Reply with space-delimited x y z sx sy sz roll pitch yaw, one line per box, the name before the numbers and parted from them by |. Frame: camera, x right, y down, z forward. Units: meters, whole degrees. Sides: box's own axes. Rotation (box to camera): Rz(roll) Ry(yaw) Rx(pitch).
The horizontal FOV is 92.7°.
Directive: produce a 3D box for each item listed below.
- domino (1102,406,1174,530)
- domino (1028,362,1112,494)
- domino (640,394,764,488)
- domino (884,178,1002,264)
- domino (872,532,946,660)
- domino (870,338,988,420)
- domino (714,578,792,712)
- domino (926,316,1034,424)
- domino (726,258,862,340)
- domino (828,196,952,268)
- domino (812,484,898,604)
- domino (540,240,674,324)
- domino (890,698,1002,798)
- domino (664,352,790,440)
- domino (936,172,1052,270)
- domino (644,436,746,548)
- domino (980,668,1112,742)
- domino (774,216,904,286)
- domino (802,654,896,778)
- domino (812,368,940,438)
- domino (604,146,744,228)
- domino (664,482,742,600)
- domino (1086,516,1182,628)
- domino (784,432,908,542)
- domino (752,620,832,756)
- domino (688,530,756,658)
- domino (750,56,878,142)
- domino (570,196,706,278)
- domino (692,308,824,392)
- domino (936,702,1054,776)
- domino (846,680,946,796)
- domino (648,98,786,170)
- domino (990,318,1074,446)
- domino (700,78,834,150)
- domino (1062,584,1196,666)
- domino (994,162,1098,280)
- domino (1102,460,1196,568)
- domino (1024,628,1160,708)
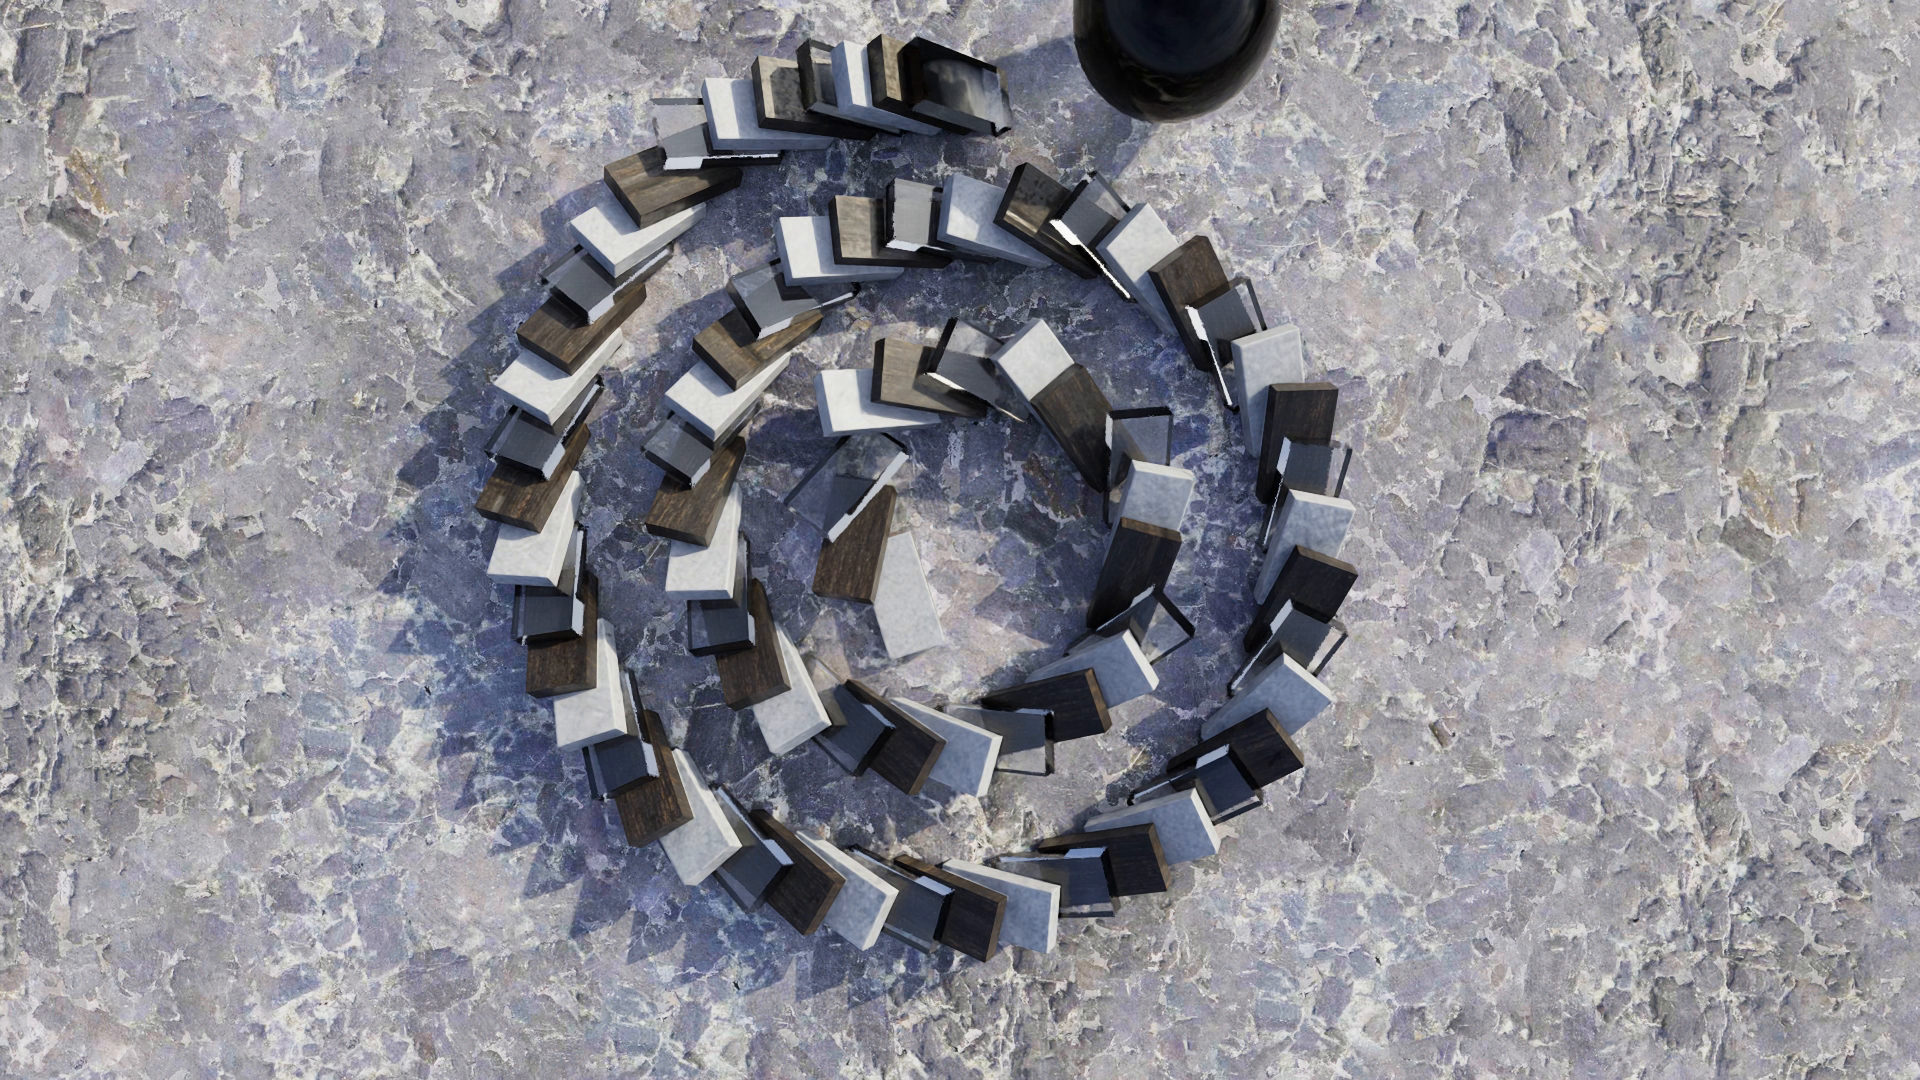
domino | 0.074 -0.030 0.383 0.025 0.010 0.050 -5 120 -4
domino | 0.054 -0.047 0.385 0.025 0.009 0.050 -40 116 0
domino | -0.107 -0.049 0.385 0.025 0.009 0.050 33 63 0
domino | -0.006 -0.133 0.385 0.050 0.010 0.025 1 90 -27
domino | -0.026 0.024 0.395 0.025 0.010 0.050 -18 90 0
domino | -0.012 -0.067 0.383 0.050 0.010 0.025 5 89 -30
domino | -0.090 0.043 0.384 0.025 0.010 0.050 -22 63 0
domino | 0.013 -0.070 0.384 0.050 0.009 0.025 24 89 -28
domino | -0.069 -0.106 0.384 0.050 0.009 0.025 -32 90 -28
domino | -0.029 -0.129 0.384 0.050 0.010 0.025 -6 90 -27
domino | -0.044 0.000 0.387 0.025 0.009 0.050 8 73 8
domino | -0.147 -0.116 0.385 0.025 0.009 0.050 38 64 0
domino | -0.009 0.086 0.384 0.050 0.009 0.025 16 90 28
domino | -0.097 -0.068 0.385 0.025 0.010 0.050 36 63 0
domino | 0.016 -0.133 0.385 0.050 0.009 0.025 7 90 -27
domino | -0.110 -0.023 0.384 0.025 0.010 0.050 13 62 0
domino | 0.036 0.072 0.384 0.050 0.010 0.025 -19 90 29
domino | -0.050 -0.122 0.384 0.050 0.010 0.025 -12 90 -27
domino | -0.053 0.073 0.384 0.050 0.009 0.025 36 90 28
domino | -0.034 -0.058 0.382 0.050 0.009 0.025 -9 85 -32
domino | -0.120 -0.152 0.384 0.050 0.010 0.025 -37 90 -27
domino | -0.107 0.000 0.384 0.025 0.010 0.050 -1 63 0
domino | 0.072 0.017 0.384 0.025 0.009 0.050 15 118 0
domino | -0.047 -0.026 0.385 0.025 0.009 0.050 35 74 18
domino | -0.076 0.062 0.384 0.025 0.010 0.050 -32 62 0
domino | -0.101 0.022 0.385 0.025 0.010 0.050 -10 63 0
domino | -0.060 -0.184 0.383 0.050 0.010 0.025 -7 90 -31
domino | -0.134 -0.134 0.385 0.025 0.010 0.050 44 64 0
domino | -0.084 -0.087 0.385 0.025 0.009 0.050 45 63 0
domino | 0.014 0.083 0.384 0.050 0.009 0.025 -1 90 28
domino | -0.033 0.082 0.384 0.050 0.009 0.025 29 90 27
domino | -0.101 -0.171 0.385 0.050 0.010 0.025 -14 89 -26
domino | 0.038 -0.065 0.384 0.025 0.009 0.050 -43 116 -2
domino | -0.080 -0.178 0.385 0.050 0.009 0.025 -12 90 -26
domino | 0.070 0.043 0.382 0.025 0.010 0.050 48 121 -3
domino | 0.041 -0.133 0.384 0.050 0.009 0.025 23 90 -27
domino | 0.078 -0.007 0.383 0.025 0.009 0.050 9 118 -4
domino | 0.055 0.059 0.383 0.050 0.009 0.025 -30 92 30
